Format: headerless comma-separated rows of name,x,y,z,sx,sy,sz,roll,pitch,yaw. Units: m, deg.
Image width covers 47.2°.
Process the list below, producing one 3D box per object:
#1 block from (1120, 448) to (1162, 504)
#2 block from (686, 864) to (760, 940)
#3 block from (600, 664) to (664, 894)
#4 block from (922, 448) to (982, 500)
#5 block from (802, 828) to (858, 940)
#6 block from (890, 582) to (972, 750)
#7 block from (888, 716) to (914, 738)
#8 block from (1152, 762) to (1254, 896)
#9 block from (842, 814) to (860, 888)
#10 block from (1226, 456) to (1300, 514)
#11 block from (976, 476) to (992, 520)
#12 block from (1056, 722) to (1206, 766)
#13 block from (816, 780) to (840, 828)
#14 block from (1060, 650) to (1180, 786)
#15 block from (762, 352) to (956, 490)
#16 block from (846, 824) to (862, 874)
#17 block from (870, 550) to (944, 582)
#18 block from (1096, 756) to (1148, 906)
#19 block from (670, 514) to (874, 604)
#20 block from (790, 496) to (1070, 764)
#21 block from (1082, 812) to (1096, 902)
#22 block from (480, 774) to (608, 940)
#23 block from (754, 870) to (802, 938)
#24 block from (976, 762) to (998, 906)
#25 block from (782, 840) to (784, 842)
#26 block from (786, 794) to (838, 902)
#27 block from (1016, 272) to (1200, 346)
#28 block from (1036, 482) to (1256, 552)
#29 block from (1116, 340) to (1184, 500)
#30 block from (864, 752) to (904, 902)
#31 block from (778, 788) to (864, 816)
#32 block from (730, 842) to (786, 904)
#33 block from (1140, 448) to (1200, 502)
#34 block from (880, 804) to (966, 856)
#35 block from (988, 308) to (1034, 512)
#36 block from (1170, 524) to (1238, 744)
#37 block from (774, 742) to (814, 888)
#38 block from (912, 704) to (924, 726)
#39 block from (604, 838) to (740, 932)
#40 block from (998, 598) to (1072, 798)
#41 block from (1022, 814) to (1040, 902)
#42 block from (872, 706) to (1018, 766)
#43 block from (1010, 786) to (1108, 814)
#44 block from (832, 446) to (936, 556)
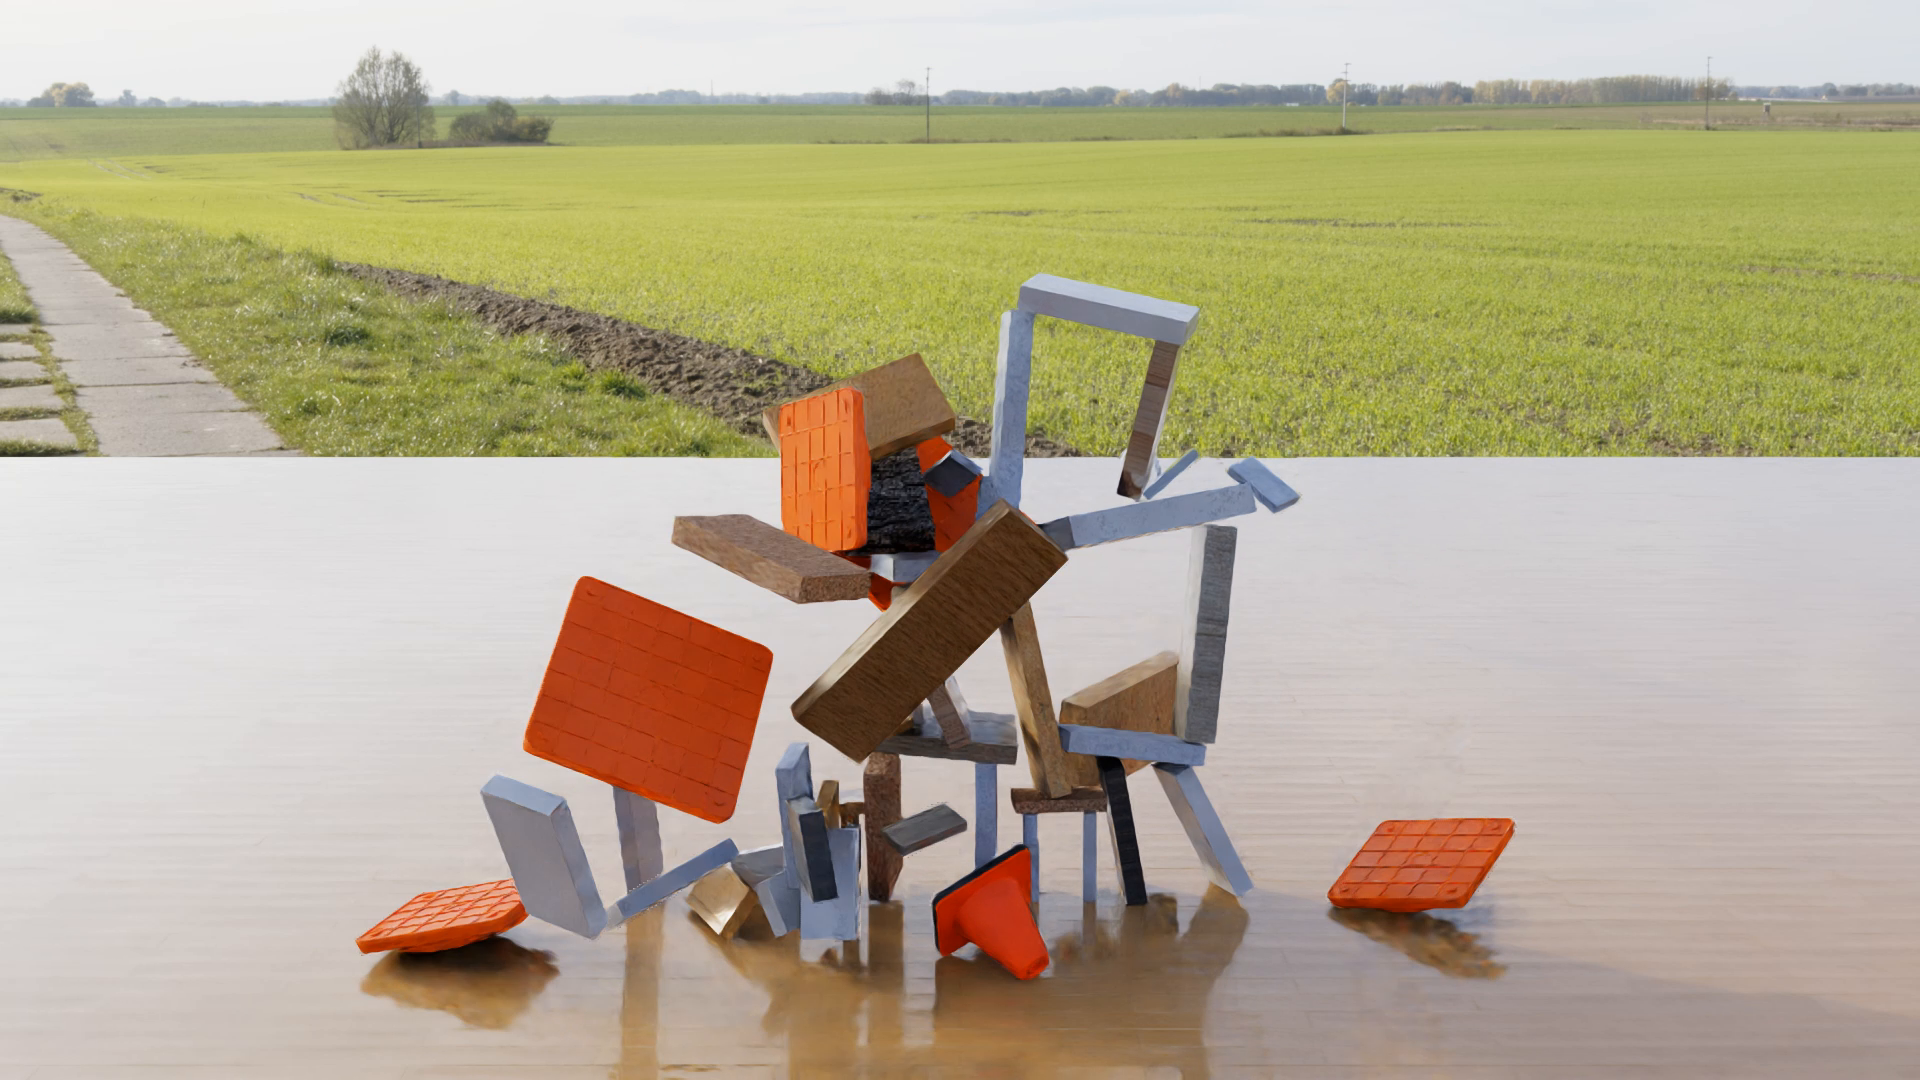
block,0.312,-0.122,3.764,0.016,0.058,0.116,28,34,-36
block,-0.381,0.575,3.527,0.024,0.086,0.171,38,-7,-26
block,-0.533,0.399,3.586,0.028,0.393,0.099,3,27,13
block,-0.014,-0.110,3.662,0.060,0.017,0.120,34,-28,-11
block,-0.194,0.512,3.283,0.081,0.163,0.023,-1,-3,11
block,-0.047,0.201,3.525,0.035,0.248,0.124,-21,23,7
block,-0.140,0.284,3.581,0.121,0.017,0.060,24,30,36
block,0.402,0.474,3.652,0.033,0.232,0.116,-30,10,-11
block,-0.182,0.517,3.655,0.021,0.148,0.074,0,11,3
block,0.511,-0.093,3.704,0.058,0.016,0.116,-23,52,-35
block,0.037,-0.040,3.592,0.017,0.120,0.060,6,-9,-5
block,0.276,0.337,3.625,0.232,0.033,0.116,7,2,-13
block,-0.208,0.461,3.415,0.023,0.163,0.081,6,35,8
block,0.285,0.325,3.869,0.050,0.177,0.355,16,20,32
block,-0.165,-0.197,3.611,0.283,0.141,0.040,-22,-26,-16
block,-0.184,0.527,3.457,0.023,0.081,0.190,5,22,7
block,-0.009,0.044,3.567,0.248,0.035,0.124,2,7,-20
block,0.267,0.475,3.645,0.033,0.232,0.116,-11,11,-2
block,-0.235,0.021,2.730,0.239,0.034,0.120,23,17,39
block,-0.047,0.141,3.332,0.141,0.459,0.040,38,13,-34
block,0.215,0.515,3.653,0.021,0.151,0.076,0,11,2
block,-0.553,0.424,2.934,0.120,0.239,0.034,15,44,28
block,-0.251,0.553,3.426,0.024,0.085,0.171,-25,-4,26
block,0.044,0.471,3.647,0.034,0.241,0.121,0,10,2
block,-0.281,0.517,3.656,0.021,0.148,0.074,0,11,0
block,-0.212,0.434,3.114,0.034,0.120,0.279,-10,-1,-9
block,0.240,-0.372,3.535,0.273,0.039,0.136,14,18,11
block,0.292,-0.031,3.640,0.355,0.050,0.177,-11,-2,-28
block,0.316,-0.214,3.608,0.039,0.273,0.136,16,19,7
block,-0.125,0.460,3.624,0.034,0.241,0.121,3,24,10
block,-0.224,0.436,3.634,0.148,0.021,0.074,-2,11,-11
block,-0.307,0.539,3.552,0.024,0.085,0.171,-23,1,-38
block,0.347,-0.106,3.672,0.116,0.016,0.058,-41,2,-8
block,-0.056,0.446,3.393,0.121,0.017,0.060,-18,33,-32
block,0.079,-0.179,3.588,0.039,0.385,0.136,4,2,-6
block,0.406,0.155,3.669,0.050,0.355,0.177,6,-1,-2
block,-0.248,0.422,3.379,0.028,0.198,0.099,-2,18,10
block,-0.077,0.234,3.583,0.017,0.121,0.060,-9,21,-5
block,-0.424,0.503,3.210,0.198,0.028,0.099,-27,-7,-30
block,0.115,0.242,3.615,0.035,0.350,0.124,-14,7,-11
block,0.118,0.516,3.654,0.021,0.151,0.076,-2,11,-1
block,-0.029,0.317,3.611,0.241,0.034,0.121,6,20,-4
block,0.164,0.430,3.641,0.151,0.021,0.076,-1,11,-5
block,-0.128,-0.070,3.567,0.141,0.040,0.283,-4,32,-6
